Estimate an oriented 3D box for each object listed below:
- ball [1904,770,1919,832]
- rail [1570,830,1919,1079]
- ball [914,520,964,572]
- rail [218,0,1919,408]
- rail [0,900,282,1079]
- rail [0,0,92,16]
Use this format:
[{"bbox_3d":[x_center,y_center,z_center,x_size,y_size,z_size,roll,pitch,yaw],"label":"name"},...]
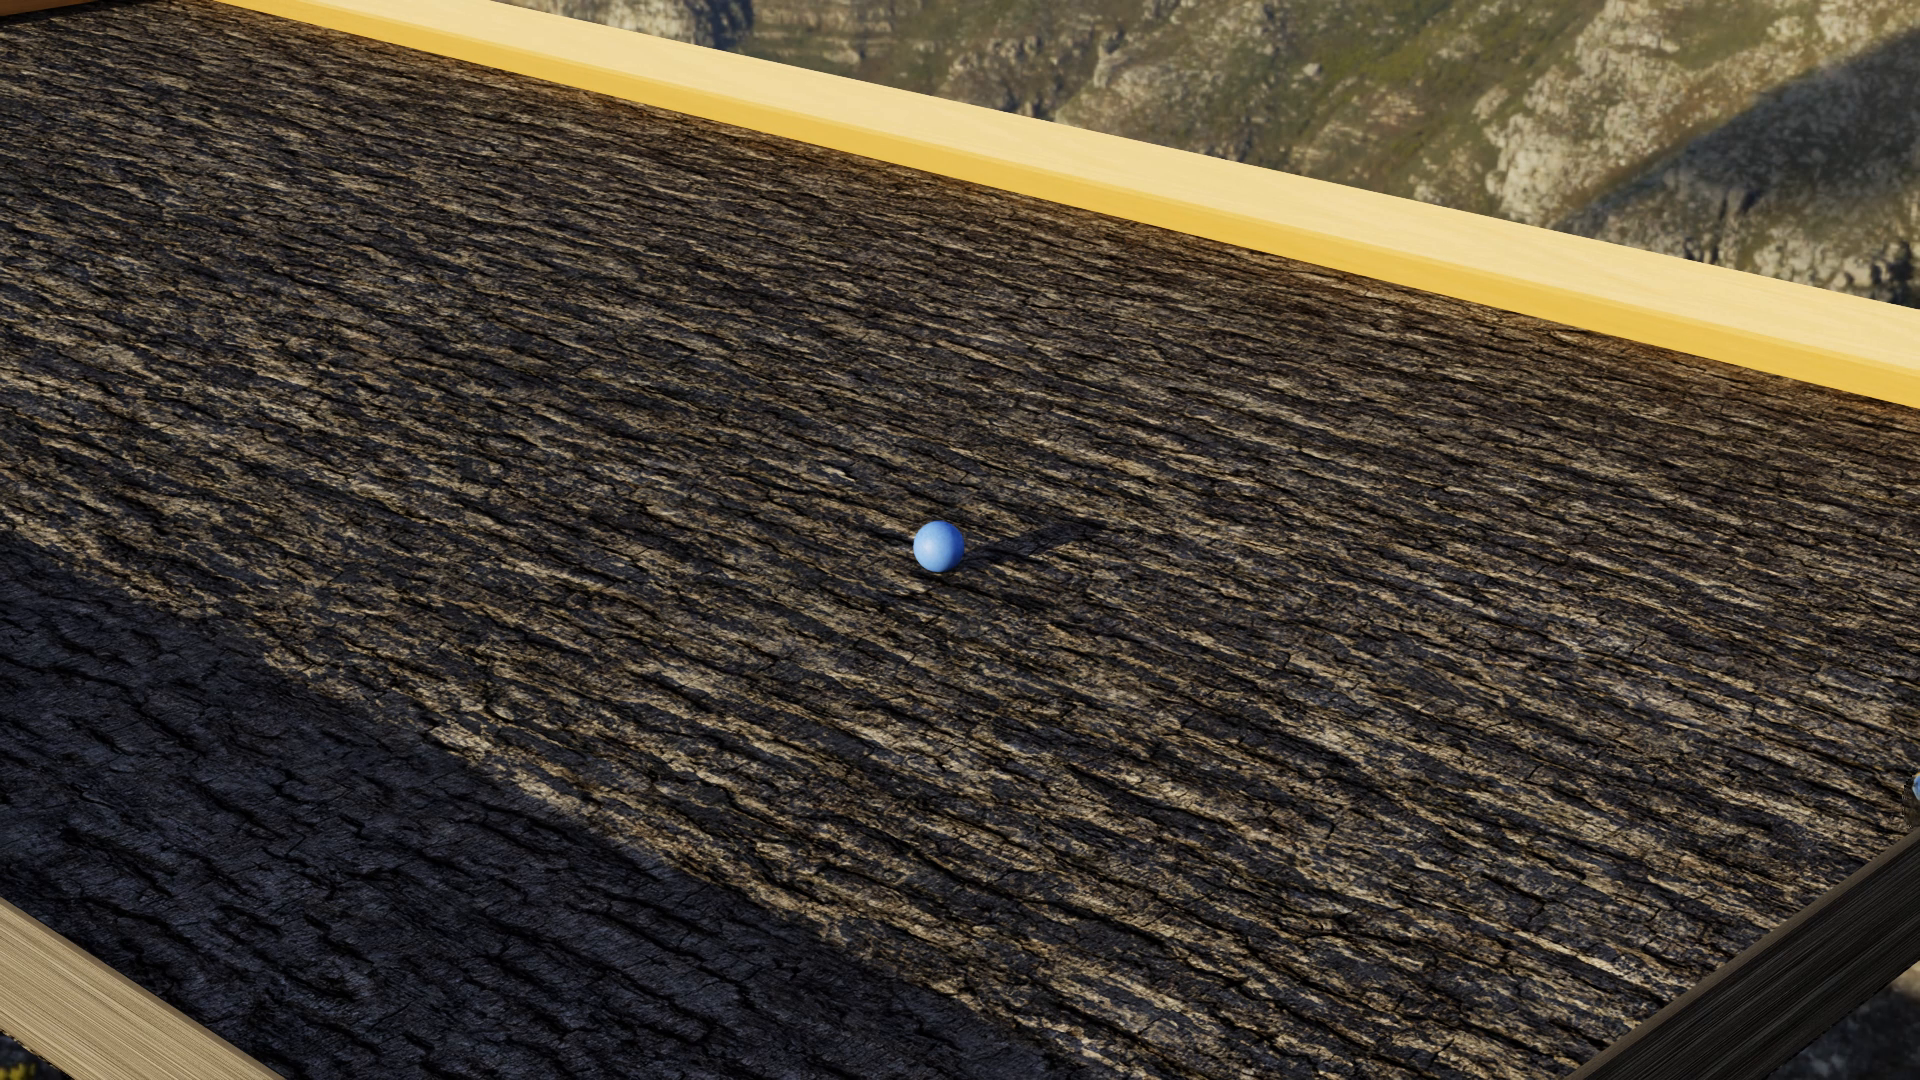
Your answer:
[{"bbox_3d":[0.711,0.189,2.118,0.060,0.060,0.060,0,22,0],"label":"ball"},{"bbox_3d":[0.670,0.209,2.008,0.045,0.102,1.993,19,29,40],"label":"rail"},{"bbox_3d":[-0.019,0.006,2.603,0.046,0.046,0.046,0,22,0],"label":"ball"},{"bbox_3d":[-0.018,-0.521,3.862,3.789,0.102,0.045,19,29,40],"label":"rail"},{"bbox_3d":[-1.357,-0.004,2.549,3.789,0.102,0.045,19,29,40],"label":"rail"},{"bbox_3d":[-2.045,-0.734,4.404,0.045,0.102,1.993,19,29,40],"label":"rail"}]
